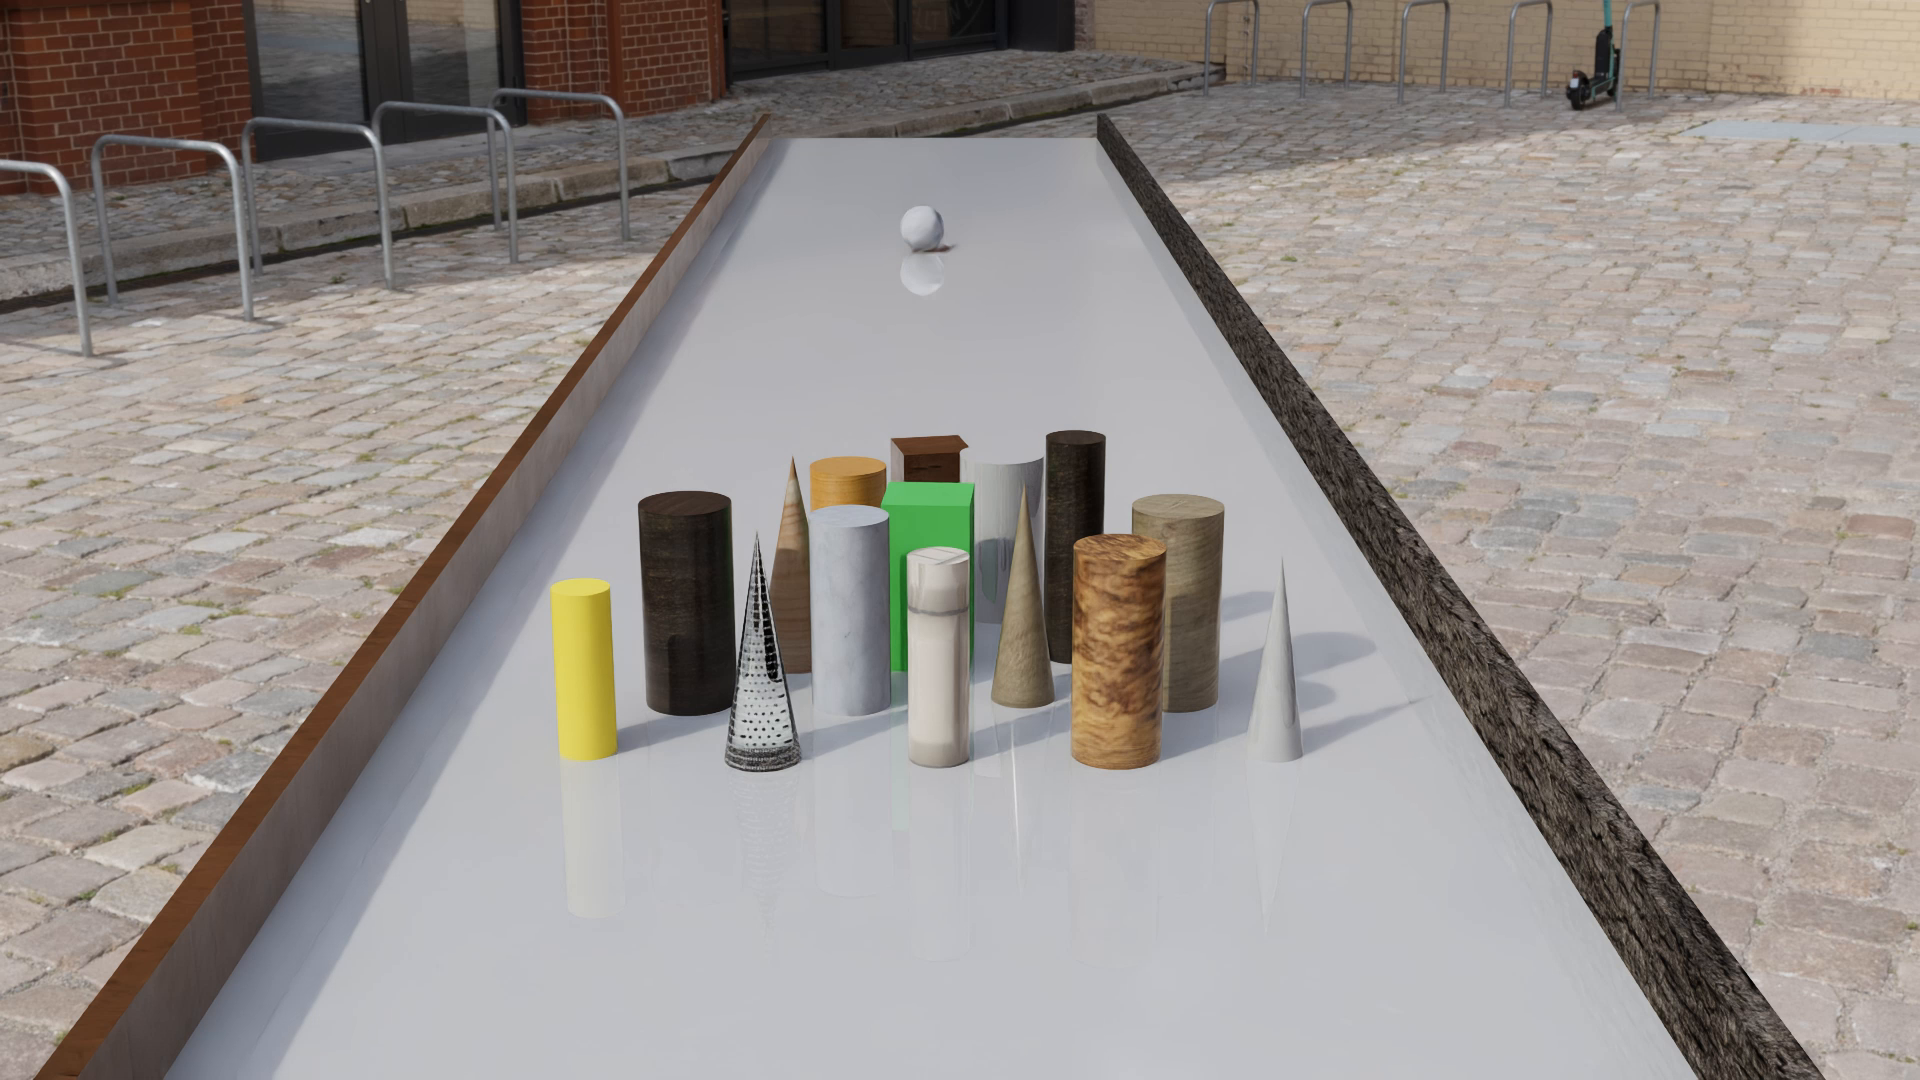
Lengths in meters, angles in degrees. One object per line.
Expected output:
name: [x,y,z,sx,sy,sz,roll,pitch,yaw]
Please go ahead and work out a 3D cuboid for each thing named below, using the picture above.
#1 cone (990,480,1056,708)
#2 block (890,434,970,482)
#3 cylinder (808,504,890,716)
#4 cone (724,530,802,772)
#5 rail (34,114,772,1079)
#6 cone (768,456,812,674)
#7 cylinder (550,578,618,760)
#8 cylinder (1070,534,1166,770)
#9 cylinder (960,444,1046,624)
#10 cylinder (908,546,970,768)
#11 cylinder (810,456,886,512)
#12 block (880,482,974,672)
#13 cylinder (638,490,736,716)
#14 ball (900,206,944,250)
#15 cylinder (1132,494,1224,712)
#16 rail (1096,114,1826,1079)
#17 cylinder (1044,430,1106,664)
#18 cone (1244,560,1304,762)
cone: [0.121,0.094,4.154,0.124,0.432,0.124,0,17,0]
block: [-0.063,-0.063,4.901,0.155,0.307,0.155,-4,17,-12]
cylinder: [-0.206,0.132,4.135,0.150,0.370,0.150,0,17,0]
cone: [-0.351,0.185,3.862,0.139,0.423,0.139,0,17,0]
rail: [-1.118,-0.838,7.780,0.050,0.150,12.000,0,17,-1]
cone: [-0.327,0.037,4.357,0.164,0.425,0.164,0,17,0]
cylinder: [-0.669,0.230,3.913,0.104,0.308,0.104,0,17,0]
cylinder: [0.279,0.197,3.889,0.162,0.386,0.162,0,17,0]
cylinder: [0.089,-0.015,4.666,0.180,0.348,0.180,0,17,0]
cylinder: [-0.038,0.207,3.871,0.109,0.375,0.109,0,17,0]
cylinder: [-0.234,0.001,4.649,0.161,0.327,0.161,0,17,0]
block: [-0.062,0.073,4.383,0.172,0.342,0.172,1,17,4]
cylinder: [-0.512,0.118,4.144,0.173,0.391,0.173,0,17,0]
ball: [-0.161,-1.324,9.345,0.191,0.191,0.191,0,17,0]
cylinder: [0.408,0.119,4.162,0.173,0.380,0.173,0,17,0]
rail: [0.932,-0.844,7.801,0.050,0.150,12.000,0,17,-1]
cylinder: [0.227,0.015,4.384,0.119,0.452,0.119,0,17,0]
cone: [0.563,0.202,3.898,0.106,0.370,0.106,0,17,0]
